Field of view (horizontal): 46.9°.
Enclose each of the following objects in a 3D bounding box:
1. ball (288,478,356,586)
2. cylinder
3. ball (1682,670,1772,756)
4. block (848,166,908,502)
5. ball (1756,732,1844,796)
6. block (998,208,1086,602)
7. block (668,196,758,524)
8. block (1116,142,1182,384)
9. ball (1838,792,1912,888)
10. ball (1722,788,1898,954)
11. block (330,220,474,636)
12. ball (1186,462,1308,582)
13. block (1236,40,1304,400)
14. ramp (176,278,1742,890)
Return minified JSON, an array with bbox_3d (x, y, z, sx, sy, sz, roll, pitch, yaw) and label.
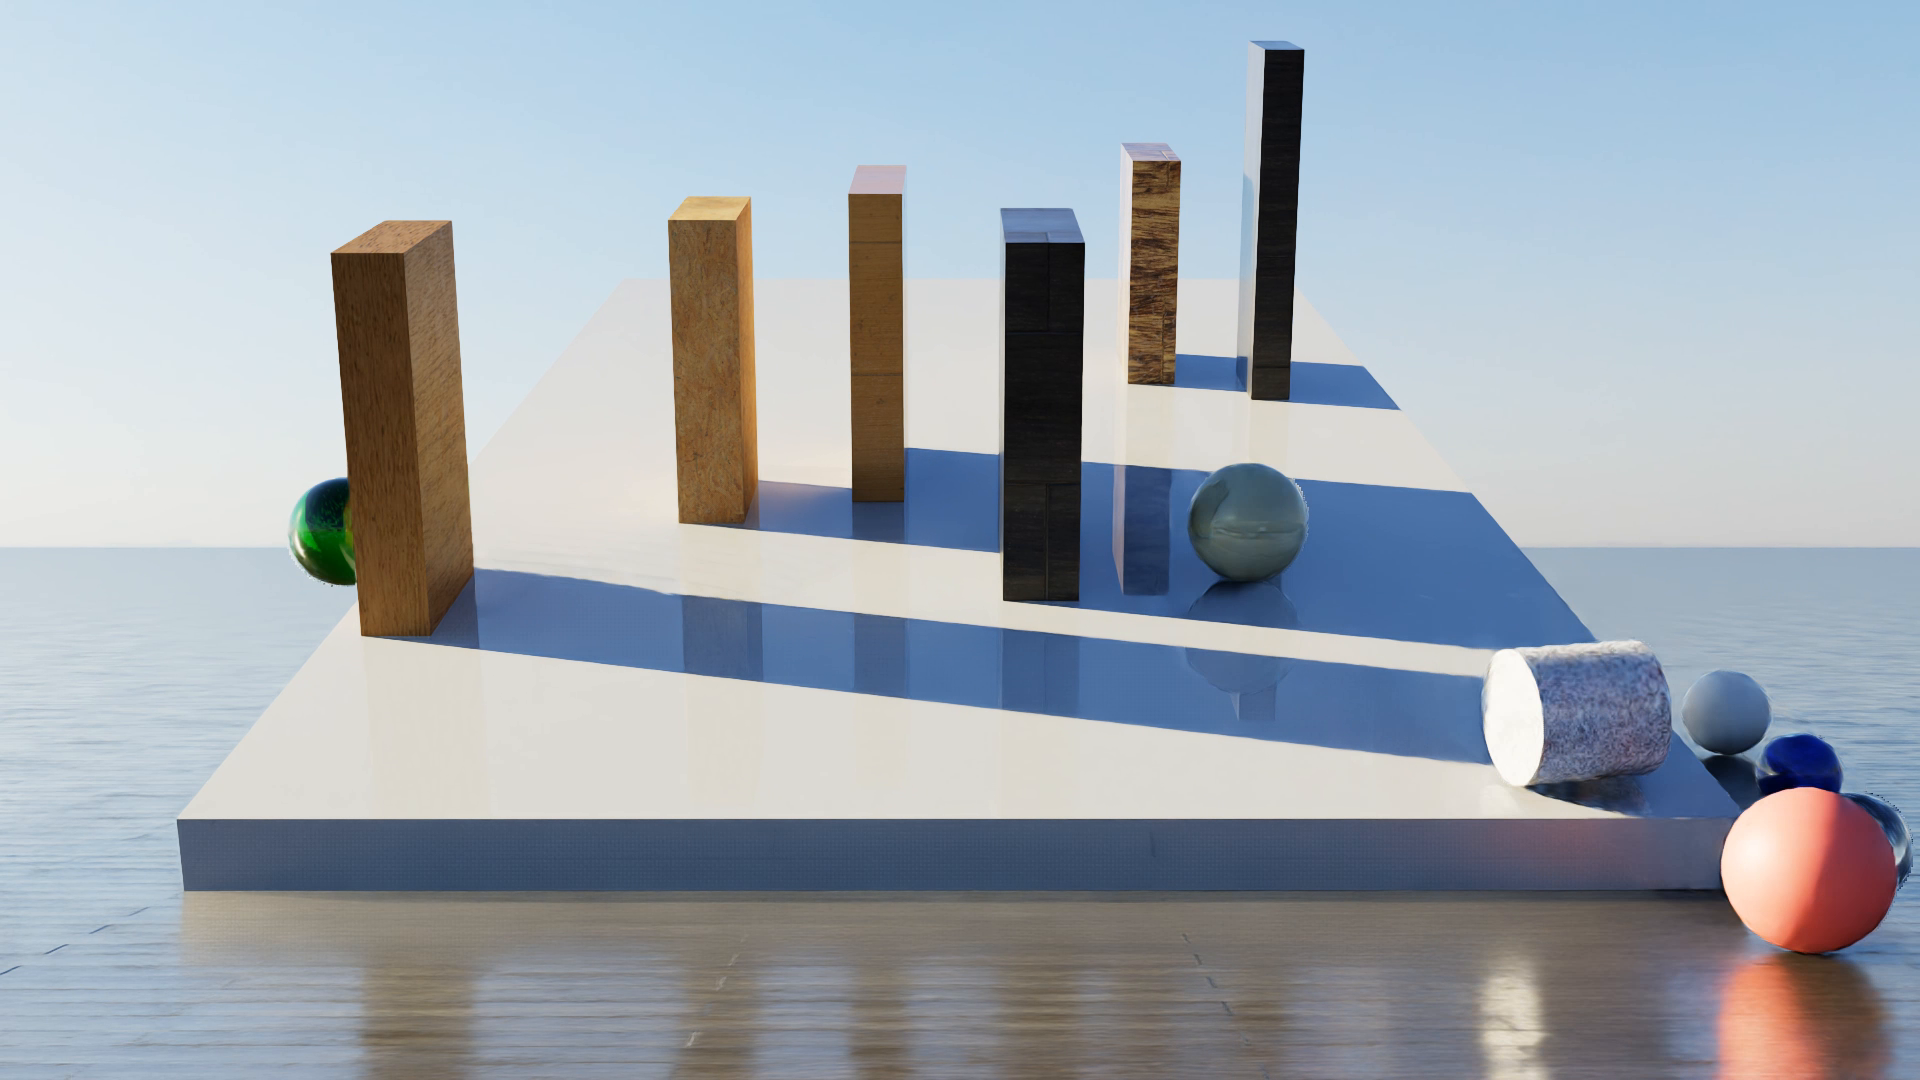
[{"bbox_3d":[-1.056,-0.015,3.800,0.186,0.186,0.186,0,0,0],"label":"ball"},{"bbox_3d":[0.809,0.227,2.915,0.179,0.179,0.179,-3,1,-12],"label":"cylinder"},{"bbox_3d":[1.609,0.362,4.650,0.178,0.178,0.178,0,0,0],"label":"ball"},{"bbox_3d":[-0.158,-0.417,4.377,0.100,0.591,0.432,0,17,0],"label":"block"},{"bbox_3d":[1.378,0.383,3.637,0.134,0.134,0.134,0,0,0],"label":"ball"},{"bbox_3d":[0.134,-0.240,3.772,0.126,0.596,0.389,0,17,0],"label":"block"},{"bbox_3d":[-0.462,-0.345,4.182,0.121,0.563,0.312,0,17,0],"label":"block"},{"bbox_3d":[0.453,-0.675,5.359,0.112,0.526,0.367,0,17,0],"label":"block"},{"bbox_3d":[1.092,0.377,2.712,0.137,0.137,0.137,0,0,0],"label":"ball"},{"bbox_3d":[0.926,0.360,2.419,0.179,0.179,0.179,0,0,0],"label":"ball"},{"bbox_3d":[-0.891,-0.187,3.571,0.110,0.608,0.336,0,17,0],"label":"block"},{"bbox_3d":[0.487,-0.030,3.757,0.203,0.203,0.203,0,0,0],"label":"ball"},{"bbox_3d":[0.714,-0.742,5.123,0.088,0.790,0.285,0,17,0],"label":"block"},{"bbox_3d":[-0.002,-0.167,4.749,2.000,0.100,4.000,0,17,0],"label":"ramp"}]
